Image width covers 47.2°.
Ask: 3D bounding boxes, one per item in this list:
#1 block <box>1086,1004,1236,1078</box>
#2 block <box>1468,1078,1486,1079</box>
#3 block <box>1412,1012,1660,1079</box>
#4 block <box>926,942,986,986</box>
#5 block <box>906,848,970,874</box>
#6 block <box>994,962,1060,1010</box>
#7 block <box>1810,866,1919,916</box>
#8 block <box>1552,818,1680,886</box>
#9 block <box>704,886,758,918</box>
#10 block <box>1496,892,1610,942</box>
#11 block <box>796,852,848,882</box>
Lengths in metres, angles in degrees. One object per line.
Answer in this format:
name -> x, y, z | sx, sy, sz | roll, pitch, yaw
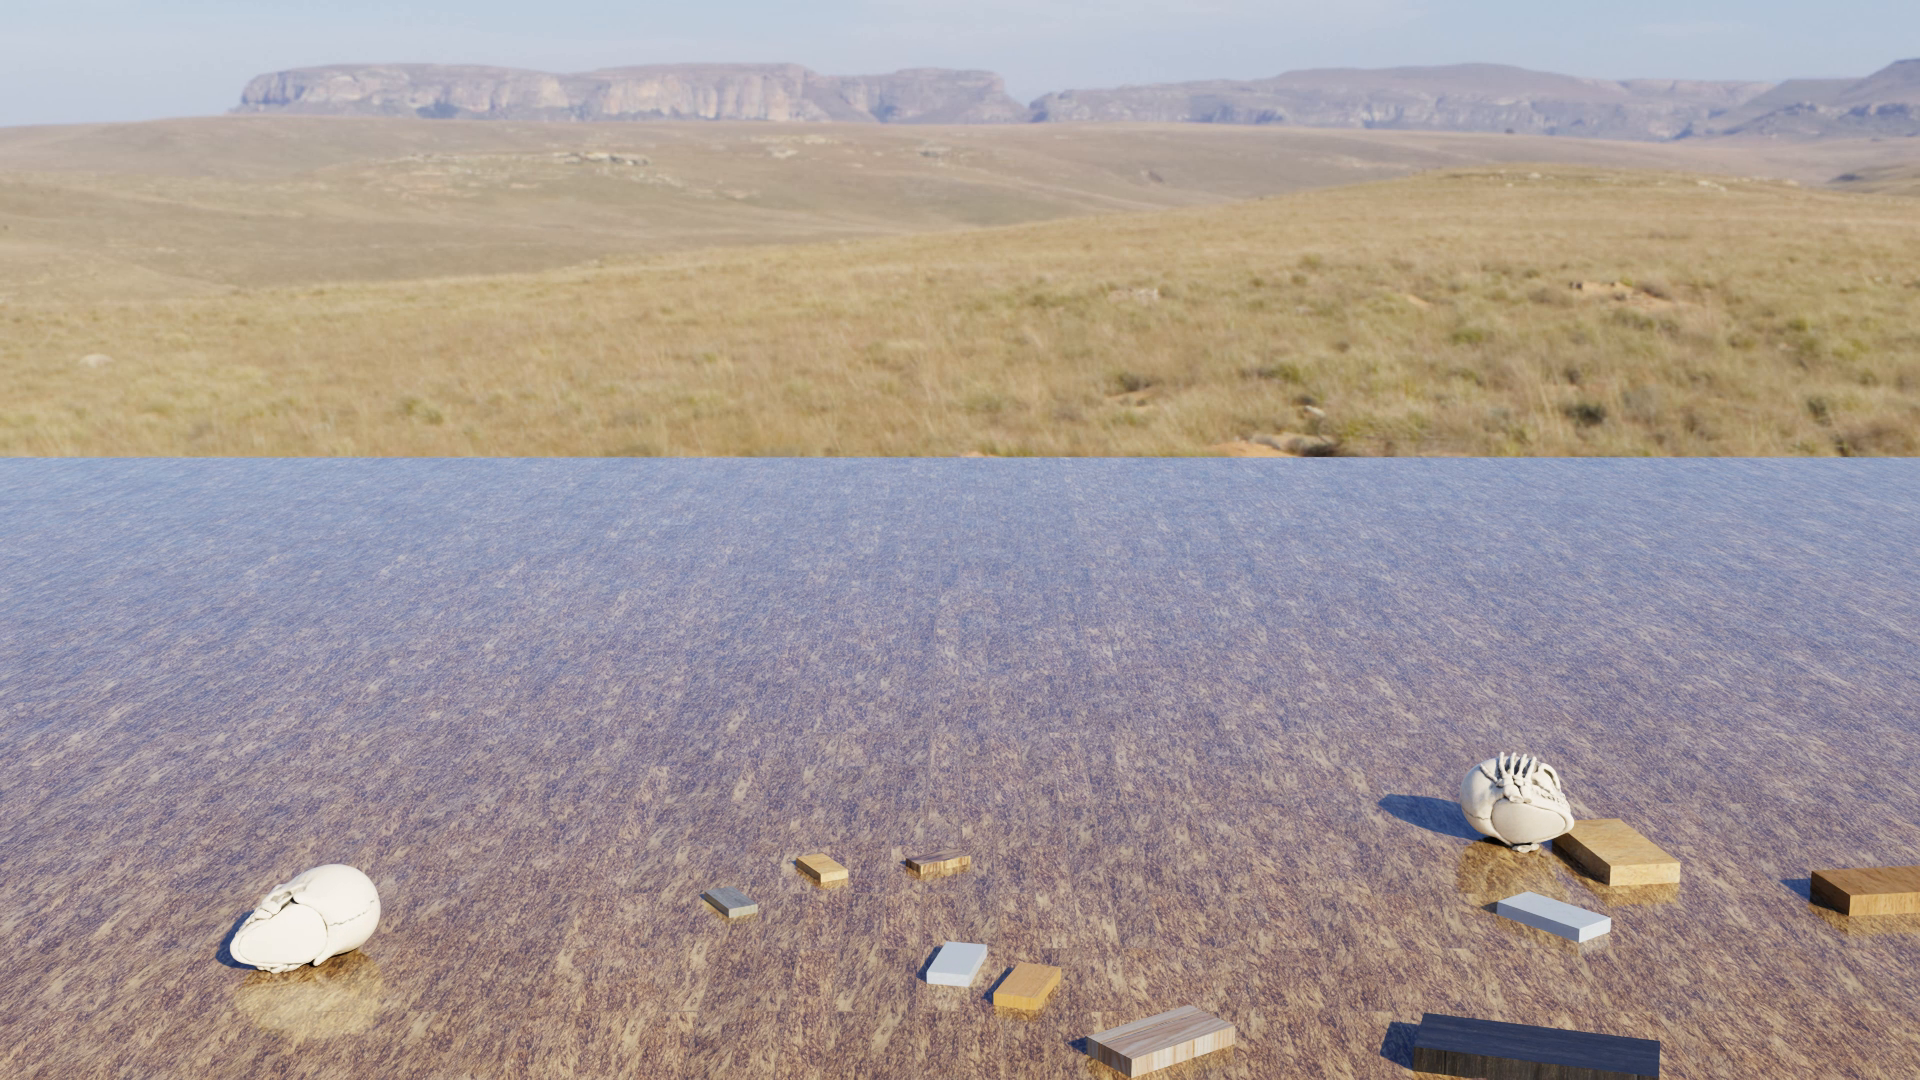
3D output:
block -> 0.279, 0.692, 3.044 | 0.189, 0.027, 0.094 | -8, 13, -36
block -> 0.677, 0.745, 2.770 | 0.080, 0.023, 0.261 | -2, 11, -10
block -> 0.782, 0.700, 2.983 | 0.316, 0.035, 0.123 | 3, 11, 18
block -> -0.004, 0.643, 3.336 | 0.064, 0.018, 0.128 | 2, 11, 13
block -> -0.038, 0.556, 3.813 | 0.101, 0.014, 0.050 | -7, 12, -32
block -> 0.100, 0.659, 3.250 | 0.064, 0.018, 0.128 | 4, 11, 19
block -> 1.555, 0.578, 3.637 | 0.247, 0.035, 0.123 | -1, 11, -8
block -> 1.140, 0.542, 3.832 | 0.123, 0.035, 0.247 | -1, 11, -7
block -> -0.376, 0.594, 3.610 | 0.050, 0.014, 0.101 | -6, 12, -29
block -> 0.952, 0.604, 3.531 | 0.080, 0.023, 0.160 | -8, 13, -37
block -> -0.237, 0.563, 3.778 | 0.050, 0.014, 0.101 | -6, 12, -28
